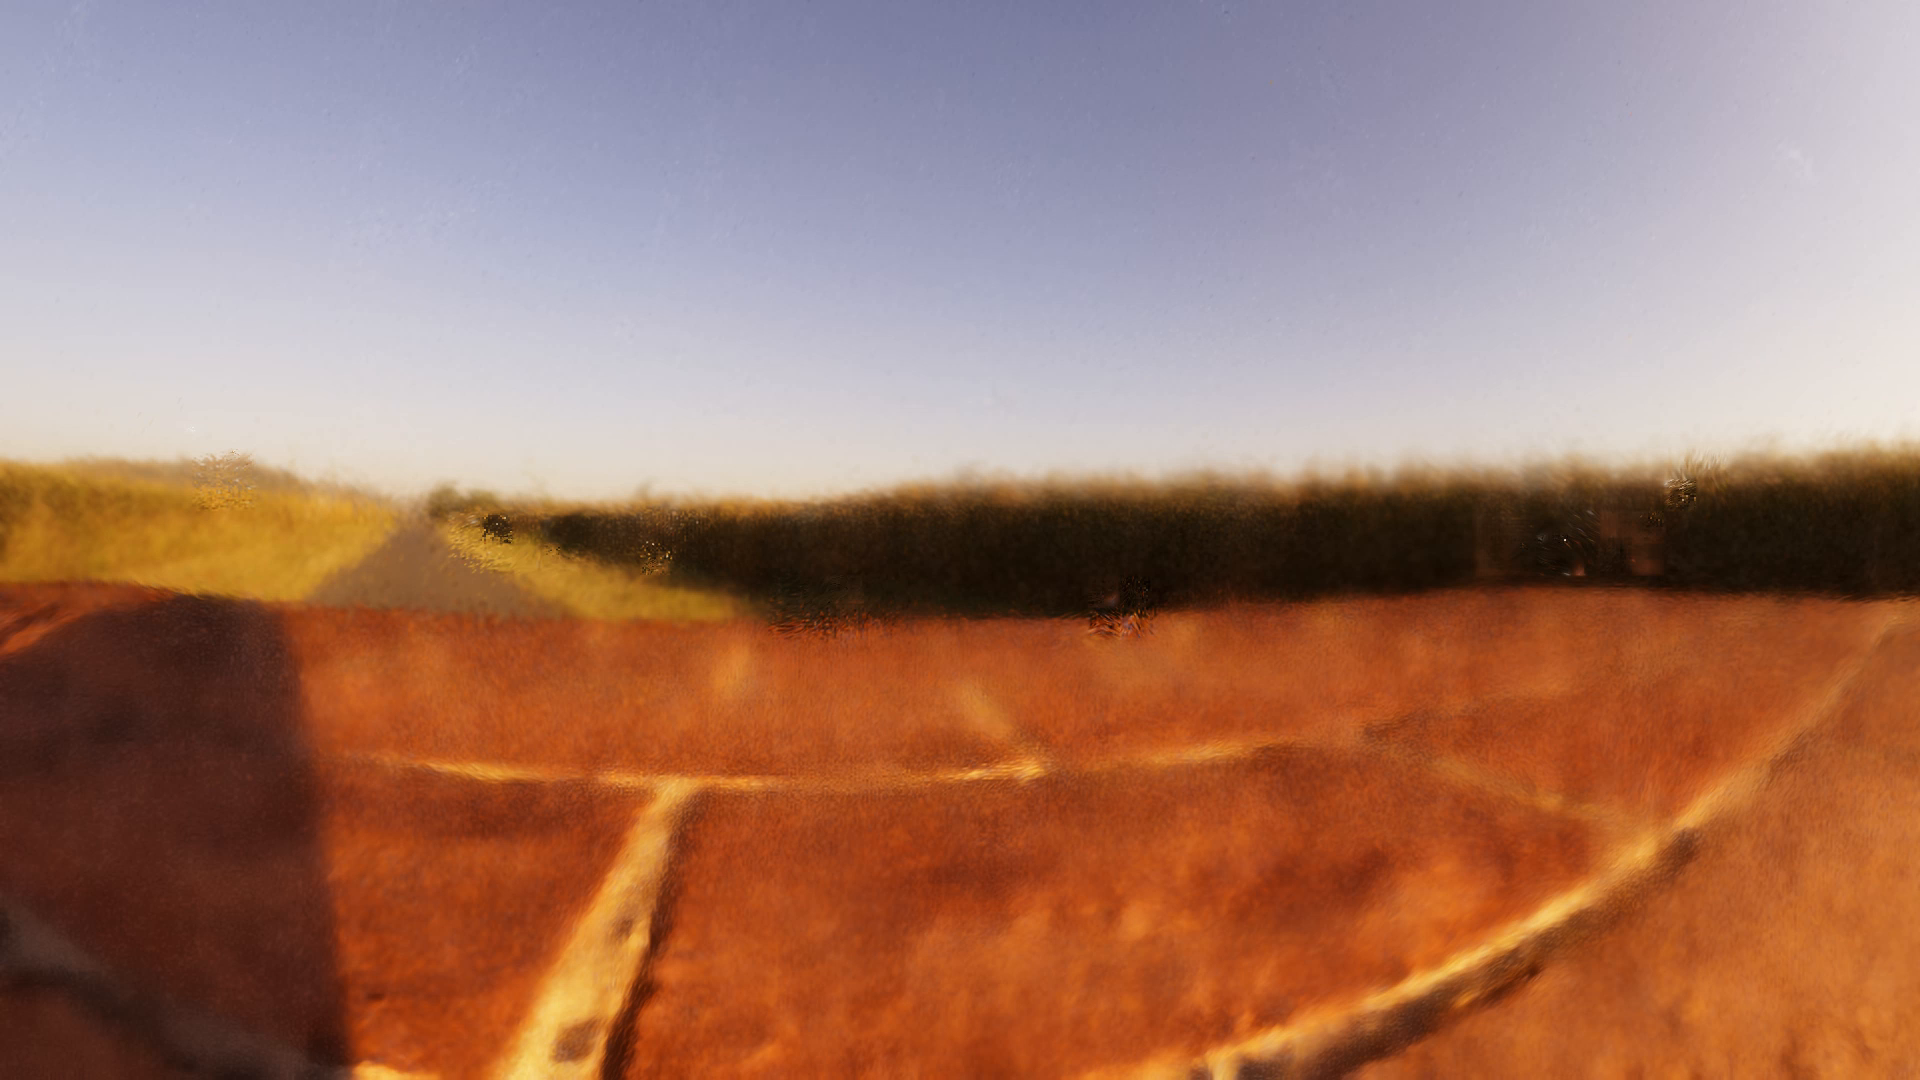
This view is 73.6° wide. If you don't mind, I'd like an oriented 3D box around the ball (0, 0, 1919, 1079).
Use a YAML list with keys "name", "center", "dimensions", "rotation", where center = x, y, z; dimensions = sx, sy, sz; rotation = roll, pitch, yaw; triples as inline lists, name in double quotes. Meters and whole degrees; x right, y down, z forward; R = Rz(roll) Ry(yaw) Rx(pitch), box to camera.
- name: "ball"
  center: [0.000, -0.002, 0.055]
  dimensions: [0.080, 0.080, 0.080]
  rotation: [0, 4, 0]
